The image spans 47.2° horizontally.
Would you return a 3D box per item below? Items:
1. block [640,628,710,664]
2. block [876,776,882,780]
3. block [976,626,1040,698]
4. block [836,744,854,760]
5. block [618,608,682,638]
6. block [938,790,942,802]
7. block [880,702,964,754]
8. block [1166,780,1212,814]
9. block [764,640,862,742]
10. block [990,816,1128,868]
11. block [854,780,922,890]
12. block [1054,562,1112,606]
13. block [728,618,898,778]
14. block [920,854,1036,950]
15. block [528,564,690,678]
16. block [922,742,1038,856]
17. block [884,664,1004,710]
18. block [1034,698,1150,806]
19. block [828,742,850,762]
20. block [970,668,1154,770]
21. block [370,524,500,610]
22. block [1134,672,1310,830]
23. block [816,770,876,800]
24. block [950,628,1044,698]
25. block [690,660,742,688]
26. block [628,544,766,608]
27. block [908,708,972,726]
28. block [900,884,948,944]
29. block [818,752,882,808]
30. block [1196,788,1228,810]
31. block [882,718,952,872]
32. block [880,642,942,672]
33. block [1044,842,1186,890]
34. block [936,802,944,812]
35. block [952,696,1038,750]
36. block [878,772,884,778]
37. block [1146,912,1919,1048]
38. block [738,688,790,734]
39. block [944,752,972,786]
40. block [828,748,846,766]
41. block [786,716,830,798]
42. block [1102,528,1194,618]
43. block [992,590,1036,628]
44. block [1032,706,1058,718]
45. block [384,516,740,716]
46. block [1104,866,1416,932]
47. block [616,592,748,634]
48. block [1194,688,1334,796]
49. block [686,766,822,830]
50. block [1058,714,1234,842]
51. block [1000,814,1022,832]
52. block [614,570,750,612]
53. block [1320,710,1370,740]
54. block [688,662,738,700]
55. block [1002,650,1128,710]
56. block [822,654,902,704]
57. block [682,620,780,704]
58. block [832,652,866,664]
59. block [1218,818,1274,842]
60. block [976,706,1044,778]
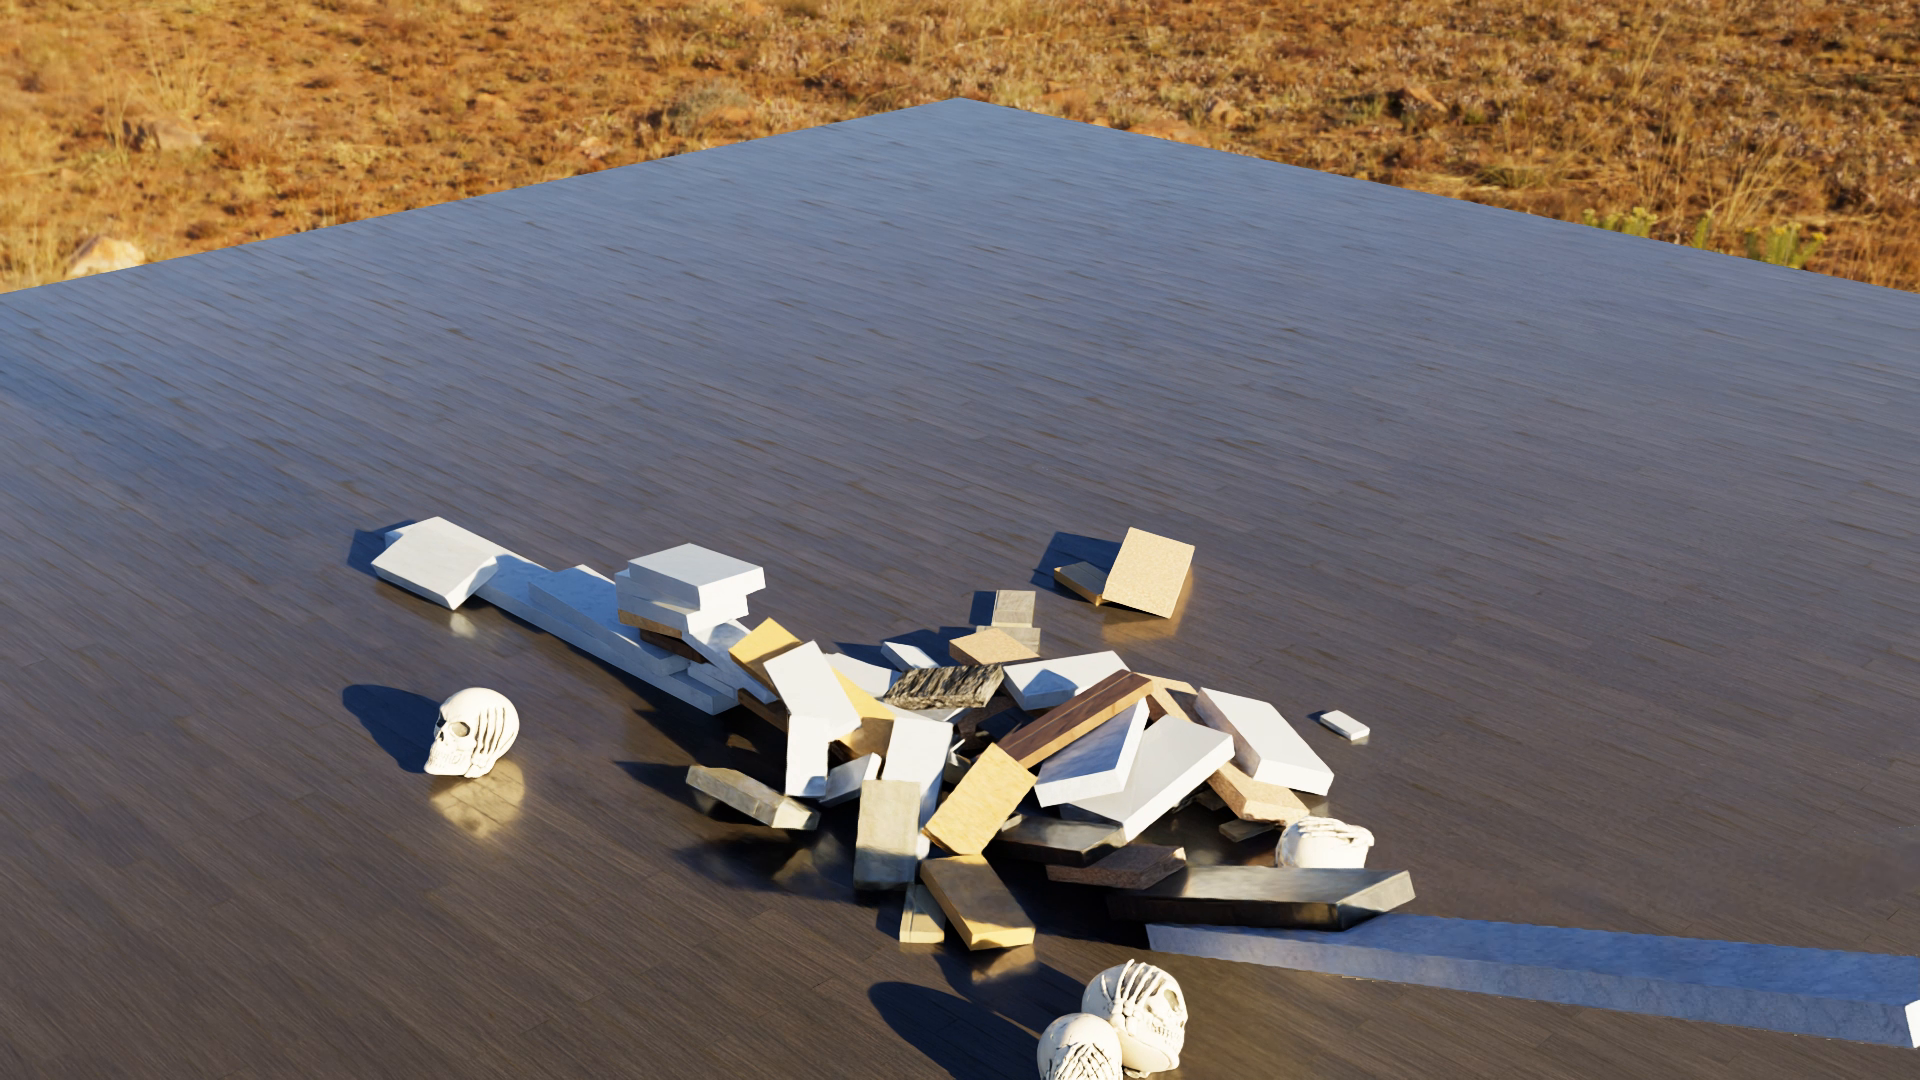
[{"bbox_3d":[-0.606,0.219,4.948,0.116,0.033,0.231,-20,25,-39],"label":"block"},{"bbox_3d":[-0.127,0.536,4.365,0.079,0.022,0.158,-23,51,-9],"label":"block"},{"bbox_3d":[0.102,0.281,5.044,0.148,0.042,0.297,2,23,5],"label":"block"},{"bbox_3d":[-0.212,0.436,4.584,0.061,0.017,0.147,-22,53,-32],"label":"block"},{"bbox_3d":[-0.658,0.173,4.981,0.116,0.033,0.231,-21,22,-41],"label":"block"},{"bbox_3d":[-0.098,0.503,4.483,0.079,0.022,0.158,-7,14,-17],"label":"block"},{"bbox_3d":[-0.133,0.388,4.698,0.264,0.037,0.132,16,-14,32],"label":"block"},{"bbox_3d":[0.383,0.484,4.573,0.264,0.037,0.132,21,31,40],"label":"block"},{"bbox_3d":[-0.308,0.322,4.577,0.118,0.034,0.237,-24,50,-13],"label":"block"},{"bbox_3d":[0.187,0.583,4.254,0.125,0.035,0.249,-22,15,-41],"label":"block"},{"bbox_3d":[-0.139,0.570,4.250,0.116,0.033,0.231,1,49,3],"label":"block"},{"bbox_3d":[0.325,0.106,5.476,0.094,0.027,0.188,-13,26,-28],"label":"block"},{"bbox_3d":[-0.290,0.325,4.616,0.118,0.034,0.465,-39,54,-24],"label":"block"},{"bbox_3d":[0.030,0.672,4.093,0.125,0.035,0.249,-2,26,-24],"label":"block"},{"bbox_3d":[-0.797,0.184,5.156,0.153,0.043,0.571,-19,29,-37],"label":"block"},{"bbox_3d":[0.039,0.518,4.300,0.116,0.033,0.231,38,61,4],"label":"block"},{"bbox_3d":[-0.035,0.322,4.786,0.237,0.034,0.118,-5,27,28],"label":"block"},{"bbox_3d":[0.271,0.423,4.476,0.172,0.049,0.344,-14,18,19],"label":"block"},{"bbox_3d":[-0.245,0.428,4.678,0.068,0.019,0.137,-11,25,-25],"label":"block"},{"bbox_3d":[0.212,0.378,4.505,0.422,0.027,0.094,-28,28,-30],"label":"block"},{"bbox_3d":[-1.306,0.064,5.470,0.319,0.045,0.160,19,52,39],"label":"block"},{"bbox_3d":[0.530,0.434,4.622,0.149,0.042,0.598,12,17,-24],"label":"block"},{"bbox_3d":[-0.234,0.499,4.510,0.122,0.017,0.061,-4,57,2],"label":"block"},{"bbox_3d":[0.099,0.276,4.955,0.130,0.037,0.260,-14,27,-29],"label":"block"},{"bbox_3d":[-0.490,0.283,4.866,0.206,0.029,0.103,21,31,40],"label":"block"},{"bbox_3d":[-0.582,0.075,4.834,0.160,0.045,0.320,-17,19,-33],"label":"block"},{"bbox_3d":[-0.071,0.368,4.788,0.189,0.027,0.095,6,33,43],"label":"block"},{"bbox_3d":[-0.064,0.695,4.094,0.081,0.023,0.161,2,23,4],"label":"block"},{"bbox_3d":[-0.221,0.484,4.425,0.161,0.023,0.081,-27,37,51],"label":"block"},{"bbox_3d":[0.541,0.524,4.508,0.102,0.014,0.051,-16,28,-33],"label":"block"},{"bbox_3d":[-0.099,0.500,4.353,0.116,0.033,0.335,6,49,7],"label":"block"},{"bbox_3d":[-0.078,0.300,4.978,0.094,0.027,0.270,11,15,-32],"label":"block"},{"bbox_3d":[0.294,0.614,4.169,0.125,0.035,0.249,-22,12,-41],"label":"block"},{"bbox_3d":[-0.069,0.550,4.436,0.079,0.022,0.158,-7,24,-16],"label":"block"},{"bbox_3d":[0.133,0.390,4.787,0.297,0.042,0.148,-5,23,-11],"label":"block"},{"bbox_3d":[-0.125,0.483,4.489,0.061,0.017,0.122,-8,14,-19],"label":"block"},{"bbox_3d":[0.791,0.624,3.304,0.172,0.049,1.662,-13,0,-27],"label":"block"},{"bbox_3d":[-0.375,0.355,4.697,0.103,0.029,0.206,-17,28,-34],"label":"block"},{"bbox_3d":[-0.025,0.467,4.543,0.264,0.037,0.132,18,3,36],"label":"block"},{"bbox_3d":[-0.246,0.455,4.664,0.068,0.019,0.137,-19,29,-37],"label":"block"},{"bbox_3d":[-0.309,0.439,4.457,0.081,0.161,0.023,4,-16,-5],"label":"block"},{"bbox_3d":[0.472,0.078,5.468,0.172,0.049,0.344,17,26,7],"label":"block"},{"bbox_3d":[0.131,0.173,5.319,0.094,0.027,0.188,2,23,4],"label":"block"},{"bbox_3d":[0.253,0.350,4.794,0.094,0.027,0.189,19,29,38],"label":"block"},{"bbox_3d":[-0.960,0.163,5.320,1.325,0.045,0.160,21,31,40],"label":"block"},{"bbox_3d":[0.514,0.628,3.880,0.172,0.049,0.629,-16,3,-33],"label":"block"},{"bbox_3d":[-0.627,0.140,4.942,0.153,0.043,0.307,-18,20,-35],"label":"block"},{"bbox_3d":[0.634,0.421,4.625,0.172,0.049,0.345,14,16,-21],"label":"block"},{"bbox_3d":[-0.417,0.518,4.425,0.260,0.037,0.130,20,4,39],"label":"block"},{"bbox_3d":[0.376,0.476,4.422,0.172,0.049,0.345,15,37,43],"label":"block"},{"bbox_3d":[0.069,0.558,4.379,0.054,0.015,0.108,-20,11,-35],"label":"block"},{"bbox_3d":[-0.621,0.096,4.937,0.307,0.043,0.153,10,23,44],"label":"block"},{"bbox_3d":[0.838,0.403,4.792,0.051,0.014,0.102,-14,27,-30],"label":"block"},{"bbox_3d":[-0.447,0.326,4.839,0.103,0.029,0.362,-21,31,-40],"label":"block"},{"bbox_3d":[0.238,0.306,4.803,0.263,0.037,0.130,-7,28,-19],"label":"block"},{"bbox_3d":[-0.239,0.311,4.904,0.225,0.032,0.112,12,26,27],"label":"block"},{"bbox_3d":[-0.470,0.255,4.792,0.116,0.033,0.302,-20,39,-38],"label":"block"},{"bbox_3d":[-0.229,0.319,4.969,0.225,0.032,0.113,17,28,35],"label":"block"},{"bbox_3d":[0.573,0.573,4.392,0.102,0.014,0.051,-15,27,-31],"label":"block"},{"bbox_3d":[0.200,0.462,4.573,0.113,0.032,0.385,-22,37,-35],"label":"block"}]
